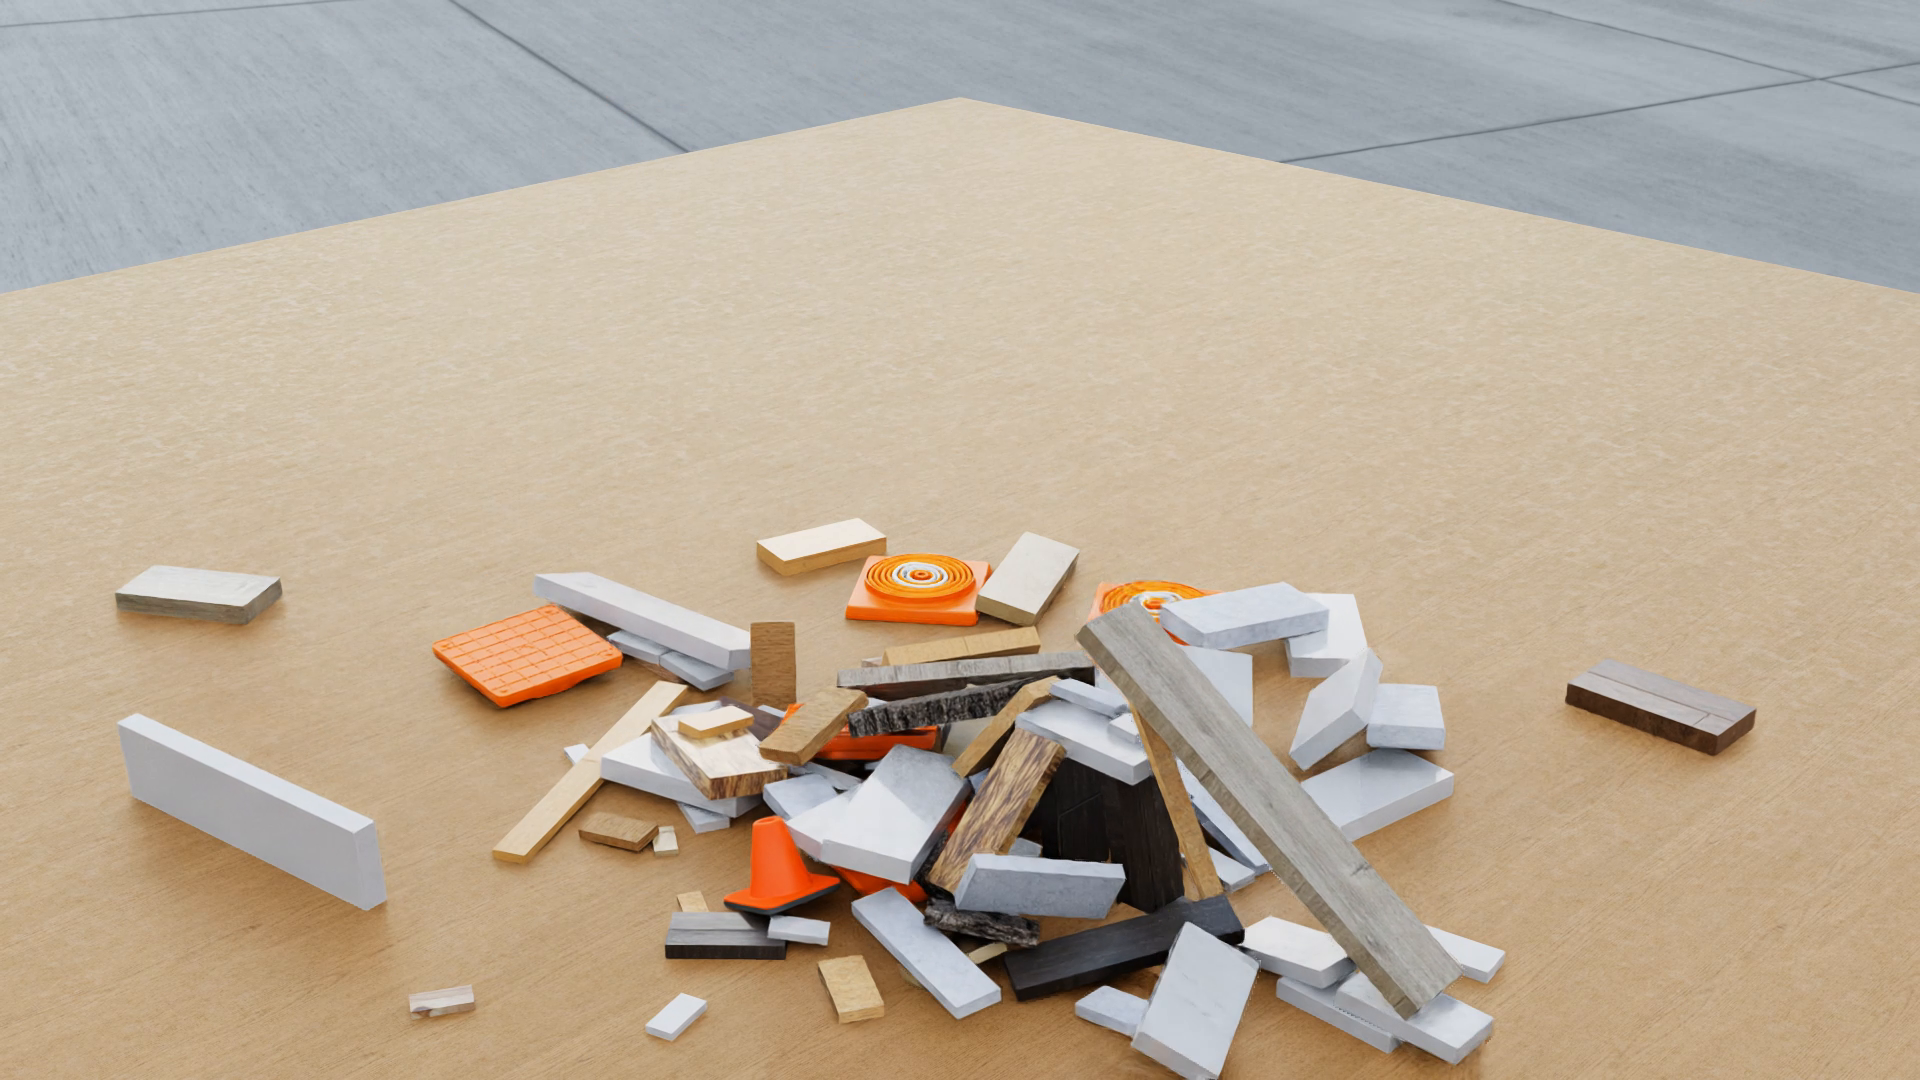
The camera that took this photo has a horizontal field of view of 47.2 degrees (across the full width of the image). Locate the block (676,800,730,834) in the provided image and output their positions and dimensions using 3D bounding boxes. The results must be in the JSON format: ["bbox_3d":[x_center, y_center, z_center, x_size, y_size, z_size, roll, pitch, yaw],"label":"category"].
[{"bbox_3d":[-0.521,0.546,4.446,0.070,0.020,0.140,-8,24,-23],"label":"block"}]

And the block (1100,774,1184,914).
[{"bbox_3d":[0.341,0.551,4.093,0.143,0.285,0.040,-21,19,-40],"label":"block"}]

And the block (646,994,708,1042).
[{"bbox_3d":[-0.490,0.824,3.800,0.054,0.015,0.108,12,26,26],"label":"block"}]

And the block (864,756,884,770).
[{"bbox_3d":[-0.137,0.449,4.463,0.112,0.016,0.056,-5,6,-3],"label":"block"}]

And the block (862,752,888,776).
[{"bbox_3d":[-0.116,0.470,4.472,0.081,0.023,0.161,-18,21,-42],"label":"block"}]

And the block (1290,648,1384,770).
[{"bbox_3d":[0.798,0.355,4.651,0.048,0.170,0.340,48,25,-3],"label":"block"}]

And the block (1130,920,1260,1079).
[{"bbox_3d":[0.402,0.787,3.735,0.148,0.042,0.295,30,35,4],"label":"block"}]

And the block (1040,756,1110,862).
[{"bbox_3d":[0.216,0.503,4.207,0.040,0.285,0.143,14,26,43],"label":"block"}]

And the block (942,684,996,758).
[{"bbox_3d":[0.045,0.394,4.492,0.121,0.034,0.241,9,39,11],"label":"block"}]

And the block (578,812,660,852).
[{"bbox_3d":[-0.676,0.577,4.357,0.144,0.020,0.072,8,27,27],"label":"block"}]

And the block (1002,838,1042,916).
[{"bbox_3d":[0.072,0.634,4.081,0.110,0.031,0.220,18,39,5],"label":"block"}]

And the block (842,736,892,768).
[{"bbox_3d":[-0.160,0.459,4.593,0.161,0.023,0.081,19,30,41],"label":"block"}]

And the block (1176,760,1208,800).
[{"bbox_3d":[0.485,0.499,4.450,0.235,0.033,0.117,33,36,23],"label":"block"}]

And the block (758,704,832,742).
[{"bbox_3d":[-0.382,0.412,4.754,0.194,0.028,0.097,16,28,33],"label":"block"}]

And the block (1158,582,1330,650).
[{"bbox_3d":[0.662,0.179,5.121,0.356,0.050,0.178,-9,24,-28],"label":"block"}]

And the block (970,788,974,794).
[{"bbox_3d":[0.084,0.472,4.603,0.246,0.035,0.123,-15,27,-32],"label":"block"}]

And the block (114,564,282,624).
[{"bbox_3d":[-1.863,0.133,5.385,0.346,0.049,0.173,5,24,12],"label":"block"}]

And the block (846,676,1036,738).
[{"bbox_3d":[-0.034,0.332,4.357,0.343,0.049,0.171,-12,-1,31],"label":"block"}]

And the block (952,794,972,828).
[{"bbox_3d":[0.000,0.529,4.405,0.016,0.056,0.112,31,22,-40],"label":"block"}]

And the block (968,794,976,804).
[{"bbox_3d":[0.119,0.473,4.299,0.101,0.029,0.202,-16,-9,-45],"label":"block"}]

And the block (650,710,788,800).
[{"bbox_3d":[-0.497,0.437,4.507,0.167,0.047,0.334,-5,19,-28],"label":"block"}]

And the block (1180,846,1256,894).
[{"bbox_3d":[0.495,0.633,4.243,0.069,0.020,0.139,-18,29,-36],"label":"block"}]

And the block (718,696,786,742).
[{"bbox_3d":[-0.465,0.404,4.724,0.194,0.028,0.097,17,54,34],"label":"block"}]

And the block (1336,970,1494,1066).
[{"bbox_3d":[0.772,0.802,3.742,0.237,0.034,0.118,22,31,38],"label":"block"}]

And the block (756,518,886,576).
[{"bbox_3d":[-0.356,0.017,5.667,0.299,0.042,0.149,-14,27,-29],"label":"block"}]

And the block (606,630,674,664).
[{"bbox_3d":[-0.730,0.243,5.092,0.171,0.024,0.086,16,27,35],"label":"block"}]

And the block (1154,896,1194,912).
[{"bbox_3d":[0.401,0.697,4.101,0.097,0.014,0.049,-20,30,-39],"label":"block"}]

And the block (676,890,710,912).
[{"bbox_3d":[-0.498,0.689,4.119,0.045,0.013,0.091,-8,24,-17],"label":"block"}]

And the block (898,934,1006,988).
[{"bbox_3d":[-0.014,0.744,3.918,0.175,0.025,0.087,-19,11,-25],"label":"block"}]

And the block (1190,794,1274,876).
[{"bbox_3d":[0.551,0.569,4.312,0.102,0.029,0.204,-15,43,-32],"label":"block"}]

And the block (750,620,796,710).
[{"bbox_3d":[-0.412,0.277,4.861,0.097,0.194,0.028,-1,6,-3],"label":"block"}]

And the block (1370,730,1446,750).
[{"bbox_3d":[0.949,0.382,4.736,0.153,0.043,0.305,2,13,5],"label":"block"}]

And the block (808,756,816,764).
[{"bbox_3d":[-0.357,0.464,4.602,0.108,0.054,0.015,-3,68,-3],"label":"block"}]

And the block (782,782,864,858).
[{"bbox_3d":[-0.213,0.537,4.191,0.120,0.034,0.240,23,27,31],"label":"block"}]

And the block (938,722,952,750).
[{"bbox_3d":[-0.009,0.428,4.538,0.056,0.112,0.016,-5,-17,-18],"label":"block"}]

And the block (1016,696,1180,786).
[{"bbox_3d":[0.258,0.367,4.106,0.285,0.040,0.143,20,30,39],"label":"block"}]

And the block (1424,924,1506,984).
[{"bbox_3d":[0.891,0.746,3.973,0.163,0.023,0.081,15,27,31],"label":"block"}]

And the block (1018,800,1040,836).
[{"bbox_3d":[0.153,0.520,4.295,0.101,0.203,0.029,-13,64,-46],"label":"block"}]

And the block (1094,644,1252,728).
[{"bbox_3d":[0.462,0.311,4.763,0.340,0.048,0.170,9,60,-8],"label":"block"}]

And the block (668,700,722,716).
[{"bbox_3d":[-0.584,0.381,4.756,0.140,0.020,0.070,-11,21,39],"label":"block"}]

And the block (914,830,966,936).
[{"bbox_3d":[-0.012,0.637,4.102,0.108,0.031,0.217,-18,49,-34],"label":"block"}]

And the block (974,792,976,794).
[{"bbox_3d":[0.111,0.514,4.420,0.202,0.029,0.101,-28,38,-16],"label":"block"}]
